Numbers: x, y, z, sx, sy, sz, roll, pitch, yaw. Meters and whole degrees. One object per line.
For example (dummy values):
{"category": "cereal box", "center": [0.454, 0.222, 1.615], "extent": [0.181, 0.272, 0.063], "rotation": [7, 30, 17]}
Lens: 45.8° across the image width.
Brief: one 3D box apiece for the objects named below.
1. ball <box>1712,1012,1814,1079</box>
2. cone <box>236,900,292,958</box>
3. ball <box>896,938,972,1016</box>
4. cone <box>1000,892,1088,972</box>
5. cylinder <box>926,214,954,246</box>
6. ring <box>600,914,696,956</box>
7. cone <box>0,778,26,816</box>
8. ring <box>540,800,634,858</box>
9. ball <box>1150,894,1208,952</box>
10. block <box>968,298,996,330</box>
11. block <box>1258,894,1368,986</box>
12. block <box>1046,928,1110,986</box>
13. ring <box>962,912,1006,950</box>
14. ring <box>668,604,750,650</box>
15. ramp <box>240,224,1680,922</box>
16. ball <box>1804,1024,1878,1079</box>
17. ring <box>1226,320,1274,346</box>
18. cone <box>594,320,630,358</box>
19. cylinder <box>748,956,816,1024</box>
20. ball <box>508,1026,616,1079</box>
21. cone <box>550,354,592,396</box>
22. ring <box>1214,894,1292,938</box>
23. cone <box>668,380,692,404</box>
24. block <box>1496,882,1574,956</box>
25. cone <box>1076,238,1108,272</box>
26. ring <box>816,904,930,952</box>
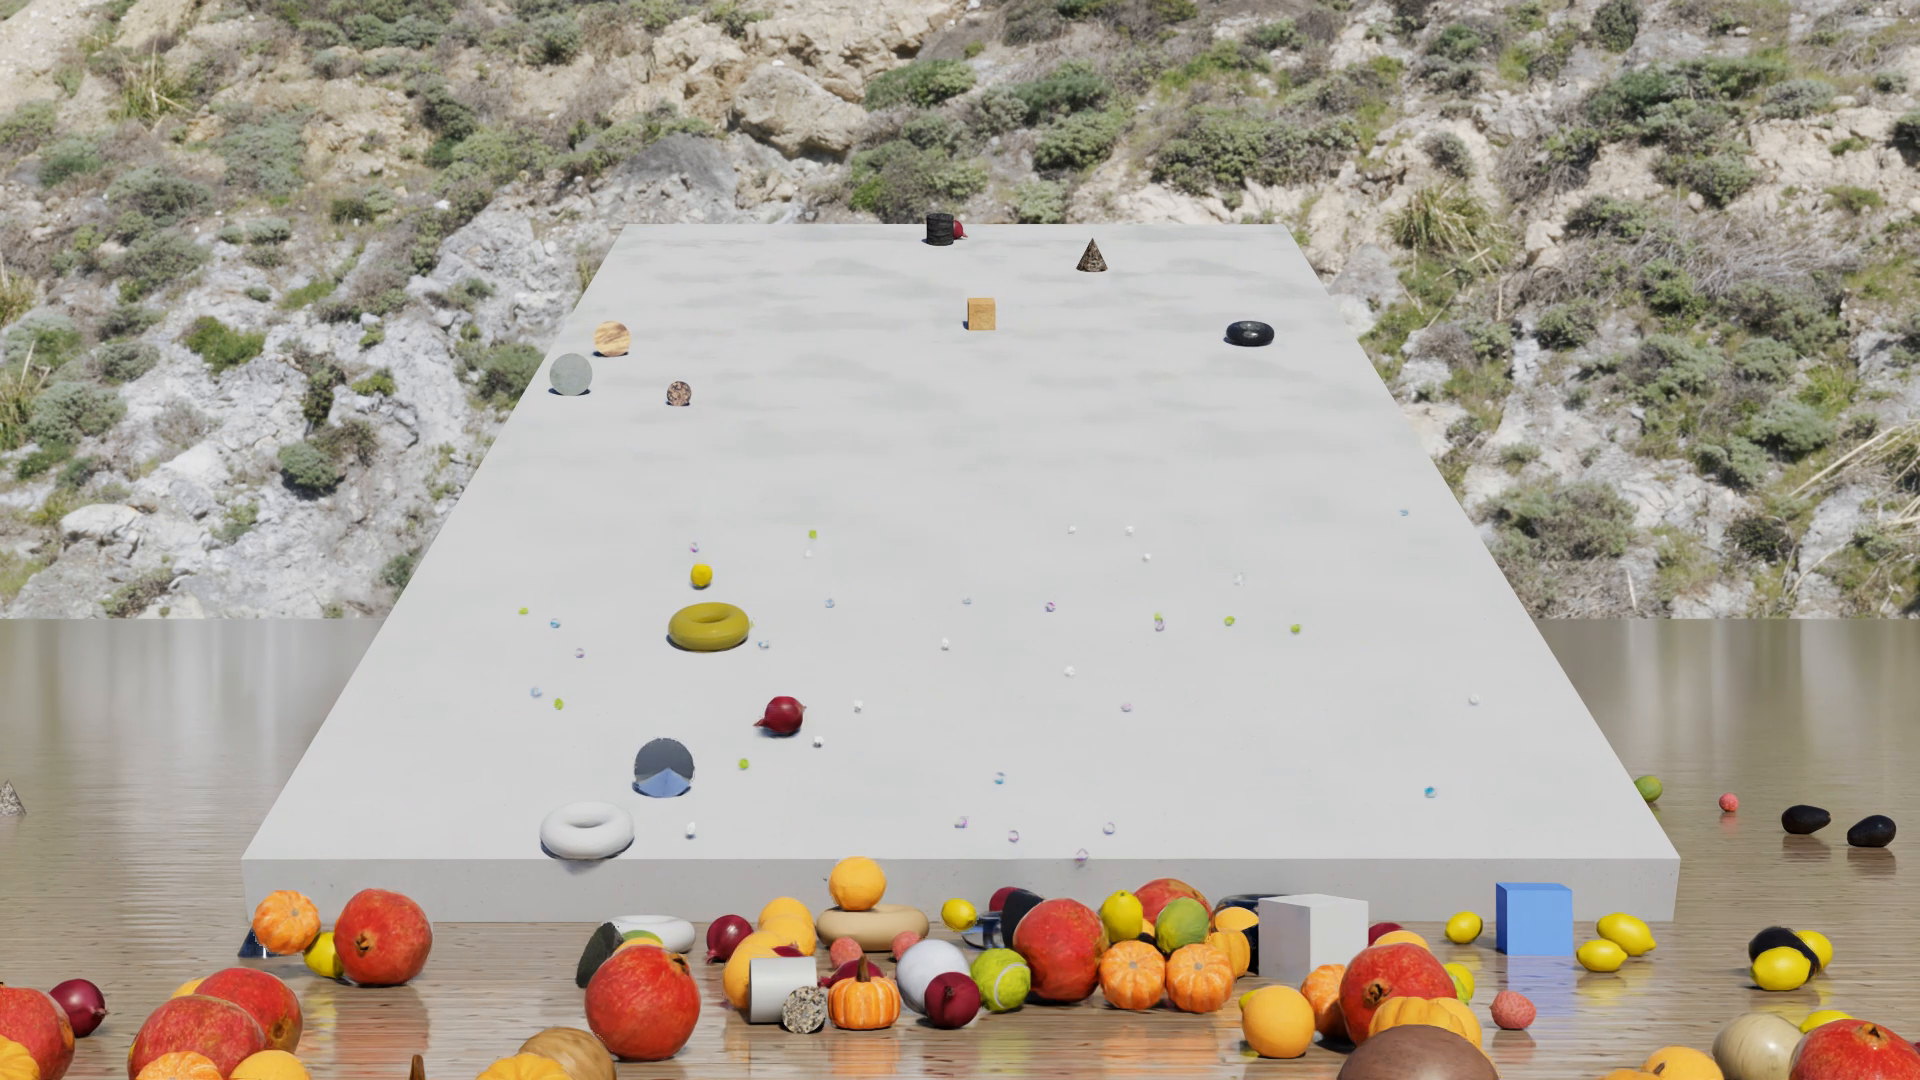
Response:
{"category": "ball", "center": [0.702, 0.456, 1.990], "extent": [0.084, 0.084, 0.084], "rotation": [0, -2, 0]}
{"category": "cone", "center": [-0.884, 0.493, 2.894], "extent": [0.068, 0.068, 0.068], "rotation": [0, -2, 0]}
{"category": "ball", "center": [-0.029, 0.472, 2.453], "extent": [0.082, 0.082, 0.082], "rotation": [0, -2, 0]}
{"category": "cone", "center": [0.118, 0.464, 2.744], "extent": [0.098, 0.098, 0.098], "rotation": [-23, -16, 38]}
{"category": "cylinder", "center": [-0.058, -0.909, 6.657], "extent": [0.080, 0.080, 0.080], "rotation": [0, 21, 0]}
{"category": "ring", "center": [-0.402, 0.507, 2.914], "extent": [0.127, 0.042, 0.127], "rotation": [1, -3, 0]}
{"category": "cone", "center": [-2.053, 0.551, 4.902], "extent": [0.079, 0.079, 0.079], "rotation": [0, -2, 0]}
{"category": "ring", "center": [-0.522, 0.406, 3.193], "extent": [0.131, 0.044, 0.131], "rotation": [1, 20, 0]}
{"category": "ball", "center": [0.280, 0.490, 2.912], "extent": [0.075, 0.075, 0.075], "rotation": [0, -2, 0]}
{"category": "block", "center": [0.055, -0.574, 5.782], "extent": [0.068, 0.068, 0.068], "rotation": [-1, 21, -3]}
{"category": "block", "center": [0.421, 0.475, 2.712], "extent": [0.092, 0.092, 0.092], "rotation": [1, -2, -33]}
{"category": "block", "center": [0.140, 0.492, 2.689], "extent": [0.057, 0.057, 0.057], "rotation": [1, -2, -20]}
{"category": "ring", "center": [0.063, 0.509, 2.964], "extent": [0.124, 0.041, 0.124], "rotation": [-1, -3, 0]}
{"category": "ring", "center": [-0.428, 0.147, 3.881], "extent": [0.141, 0.047, 0.141], "rotation": [-1, 21, 0]}
{"category": "ramp", "center": [-0.005, -0.211, 5.049], "extent": [2.000, 0.100, 4.000], "rotation": [0, 21, 0]}
{"category": "ball", "center": [0.775, 0.464, 2.015], "extent": [0.070, 0.070, 0.070], "rotation": [0, -2, 0]}
{"category": "ring", "center": [0.723, -0.515, 5.664], "extent": [0.122, 0.041, 0.122], "rotation": [1, 22, 0]}
{"category": "cone", "center": [-0.859, -0.483, 5.573], "extent": [0.090, 0.090, 0.090], "rotation": [1, -7, -17]}
{"category": "cylinder", "center": [-0.189, 0.478, 2.416], "extent": [0.068, 0.068, 0.068], "rotation": [0, -2, -8]}
{"category": "ball", "center": [-0.331, 0.450, 1.890], "extent": [0.090, 0.090, 0.090], "rotation": [0, -2, 0]}
{"category": "cone", "center": [-0.893, -0.375, 5.277], "extent": [0.100, 0.100, 0.100], "rotation": [0, -6, 2]}
{"category": "ring", "center": [0.418, 0.509, 3.079], "extent": [0.149, 0.050, 0.149], "rotation": [1, -3, 0]}
{"category": "cone", "center": [-0.632, -0.328, 5.180], "extent": [0.058, 0.058, 0.058], "rotation": [0, -15, 3]}
{"category": "block", "center": [0.738, 0.487, 2.926], "extent": [0.082, 0.082, 0.082], "rotation": [0, -2, 4]}
{"category": "cone", "center": [0.370, -0.804, 6.364], "extent": [0.090, 0.090, 0.090], "rotation": [0, 21, 0]}
{"category": "ring", "center": [-0.114, 0.505, 2.964], "extent": [0.149, 0.050, 0.149], "rotation": [0, -3, 0]}
